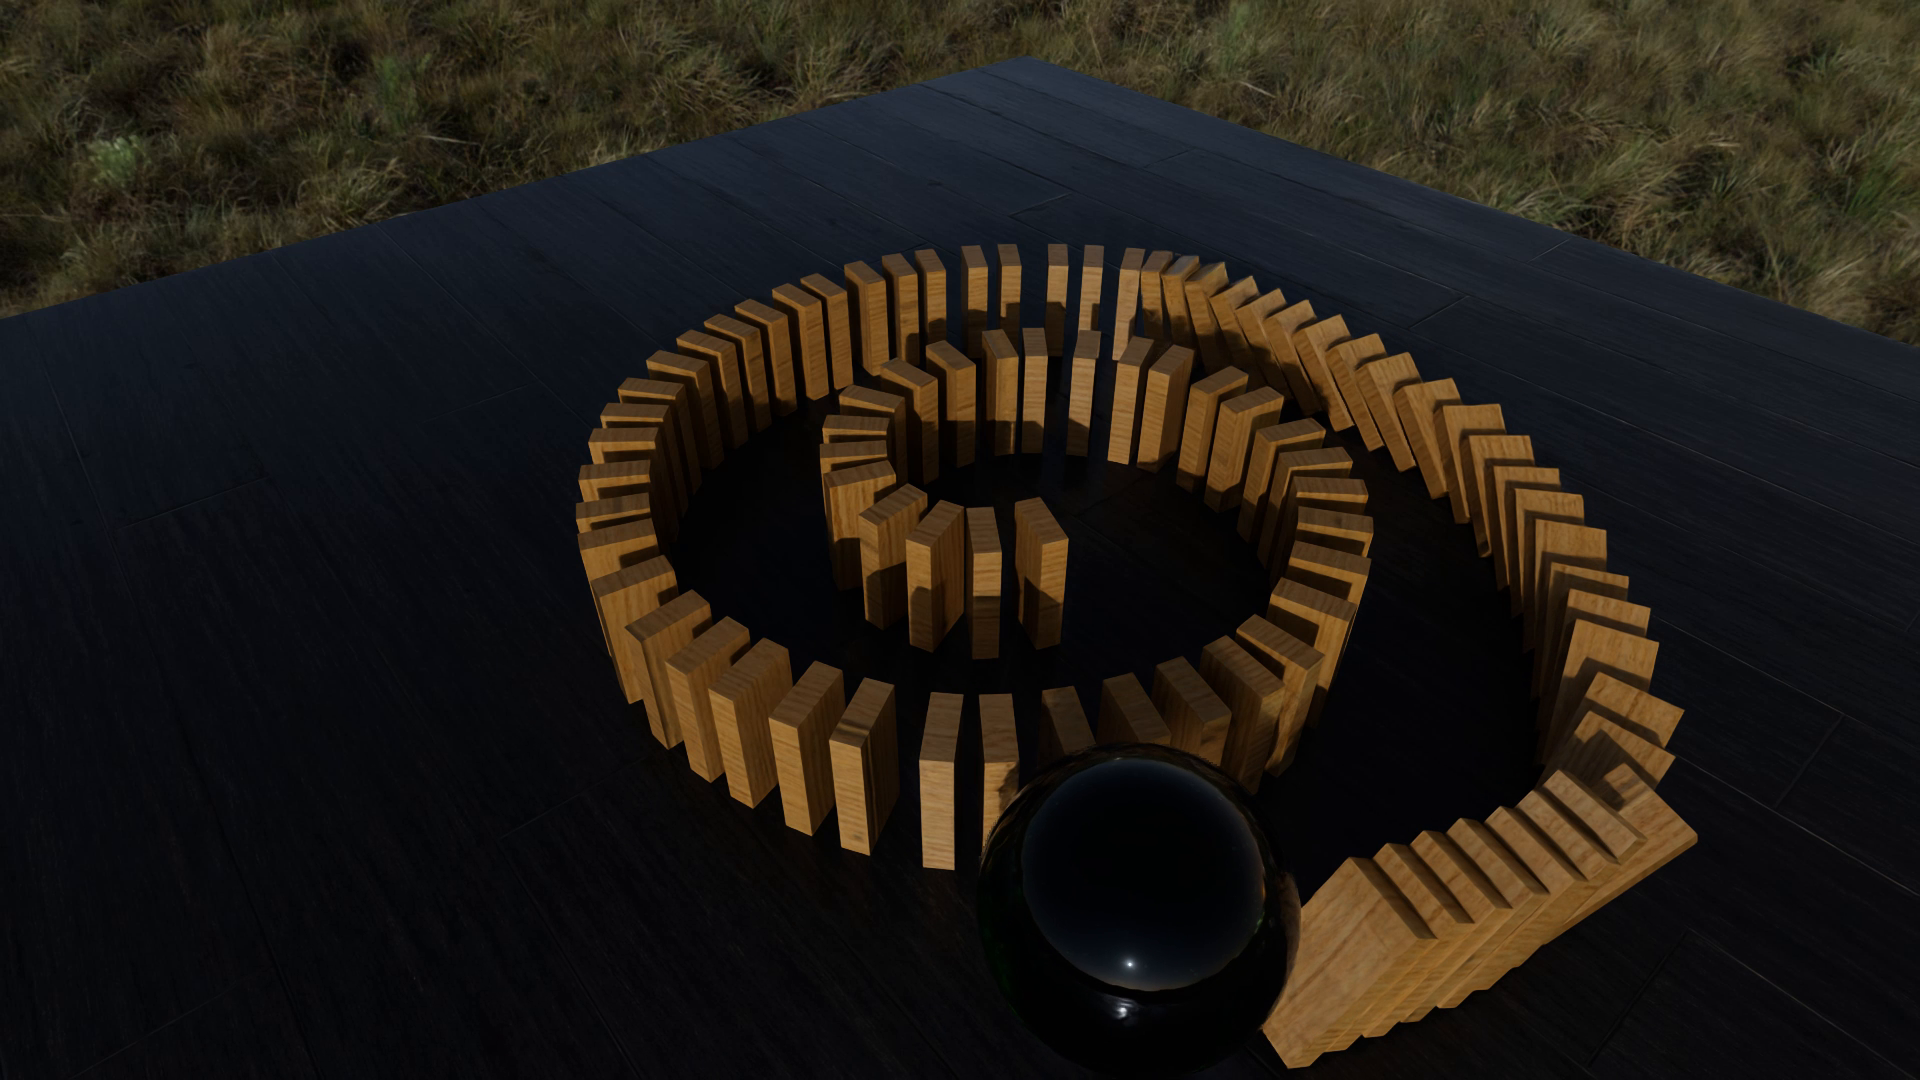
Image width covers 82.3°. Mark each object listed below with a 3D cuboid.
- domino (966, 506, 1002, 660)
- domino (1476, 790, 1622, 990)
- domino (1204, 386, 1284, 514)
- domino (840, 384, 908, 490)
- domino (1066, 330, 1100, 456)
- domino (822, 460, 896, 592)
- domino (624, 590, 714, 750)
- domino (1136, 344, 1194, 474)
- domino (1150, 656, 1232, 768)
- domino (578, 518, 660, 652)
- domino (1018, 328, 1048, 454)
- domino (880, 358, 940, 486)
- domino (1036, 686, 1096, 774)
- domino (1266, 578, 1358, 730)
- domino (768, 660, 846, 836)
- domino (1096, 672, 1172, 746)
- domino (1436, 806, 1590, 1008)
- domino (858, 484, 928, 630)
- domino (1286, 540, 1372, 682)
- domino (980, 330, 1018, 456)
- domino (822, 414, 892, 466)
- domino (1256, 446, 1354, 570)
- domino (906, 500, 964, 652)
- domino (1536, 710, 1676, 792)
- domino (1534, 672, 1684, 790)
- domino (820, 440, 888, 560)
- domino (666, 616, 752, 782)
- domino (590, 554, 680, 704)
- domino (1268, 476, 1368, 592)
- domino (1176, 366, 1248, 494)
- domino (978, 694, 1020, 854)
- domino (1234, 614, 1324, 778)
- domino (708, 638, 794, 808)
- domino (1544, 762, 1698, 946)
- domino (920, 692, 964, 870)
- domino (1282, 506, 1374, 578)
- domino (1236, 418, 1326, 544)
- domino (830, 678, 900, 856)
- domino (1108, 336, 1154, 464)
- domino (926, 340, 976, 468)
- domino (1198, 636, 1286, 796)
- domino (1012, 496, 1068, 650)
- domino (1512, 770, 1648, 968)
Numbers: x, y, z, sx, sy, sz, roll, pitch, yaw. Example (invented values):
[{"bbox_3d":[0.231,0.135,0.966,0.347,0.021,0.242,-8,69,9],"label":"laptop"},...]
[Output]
[{"bbox_3d":[0.008,0.016,0.392,0.010,0.050,0.025,-3,39,-4],"label":"domino"},{"bbox_3d":[0.149,0.095,0.298,0.009,0.050,0.025,19,25,-39],"label":"domino"},{"bbox_3d":[0.117,-0.037,0.457,0.025,0.050,0.009,-21,44,-23],"label":"domino"},{"bbox_3d":[-0.035,-0.039,0.458,0.025,0.050,0.009,16,42,18],"label":"domino"},{"bbox_3d":[0.055,-0.065,0.491,0.010,0.050,0.025,7,40,9],"label":"domino"},{"bbox_3d":[-0.037,-0.005,0.417,0.025,0.050,0.009,-13,41,-15],"label":"domino"},{"bbox_3d":[-0.091,0.043,0.359,0.025,0.050,0.010,-32,49,-33],"label":"domino"},{"bbox_3d":[0.090,-0.057,0.481,0.010,0.050,0.025,22,44,25],"label":"domino"},{"bbox_3d":[0.068,0.062,0.335,0.010,0.050,0.025,-16,42,-19],"label":"domino"},{"bbox_3d":[-0.117,0.017,0.390,0.025,0.050,0.009,-13,41,-16],"label":"domino"},{"bbox_3d":[0.032,-0.067,0.493,0.009,0.050,0.025,0,39,0],"label":"domino"},{"bbox_3d":[-0.021,-0.051,0.473,0.025,0.050,0.009,32,49,33],"label":"domino"},{"bbox_3d":[0.031,0.070,0.326,0.010,0.050,0.025,-7,40,-9],"label":"domino"},{"bbox_3d":[0.113,0.038,0.365,0.025,0.050,0.010,22,44,24],"label":"domino"},{"bbox_3d":[-0.044,0.064,0.334,0.010,0.050,0.025,17,42,20],"label":"domino"},{"bbox_3d":[0.050,0.067,0.330,0.010,0.050,0.025,-12,41,-14],"label":"domino"},{"bbox_3d":[0.139,0.098,0.295,0.009,0.050,0.025,19,25,-39],"label":"domino"},{"bbox_3d":[-0.024,0.007,0.403,0.010,0.050,0.025,30,48,31],"label":"domino"},{"bbox_3d":[0.123,0.025,0.381,0.025,0.050,0.009,15,42,17],"label":"domino"},{"bbox_3d":[0.017,-0.066,0.492,0.009,0.050,0.025,-9,40,-11],"label":"domino"},{"bbox_3d":[-0.040,-0.026,0.443,0.025,0.050,0.010,4,39,4],"label":"domino"},{"bbox_3d":[0.133,-0.012,0.426,0.025,0.050,0.010,-6,40,-7],"label":"domino"},{"bbox_3d":[-0.008,0.013,0.395,0.010,0.050,0.025,18,43,21],"label":"domino"},{"bbox_3d":[0.186,0.079,0.328,0.025,0.010,0.050,33,81,34],"label":"domino"},{"bbox_3d":[0.198,0.069,0.340,0.025,0.009,0.050,29,79,30],"label":"domino"},{"bbox_3d":[-0.040,-0.015,0.430,0.025,0.050,0.009,-4,39,-5],"label":"domino"},{"bbox_3d":[-0.077,0.051,0.349,0.009,0.050,0.025,26,46,28],"label":"domino"},{"bbox_3d":[-0.107,0.031,0.374,0.025,0.050,0.010,-22,44,-24],"label":"domino"},{"bbox_3d":[0.133,0.000,0.412,0.025,0.050,0.009,3,39,4],"label":"domino"},{"bbox_3d":[0.107,-0.047,0.468,0.025,0.050,0.009,-27,46,-29],"label":"domino"},{"bbox_3d":[0.011,0.072,0.324,0.009,0.050,0.025,-2,39,-2],"label":"domino"},{"bbox_3d":[0.097,0.050,0.350,0.010,0.050,0.025,-31,49,-32],"label":"domino"},{"bbox_3d":[-0.063,0.057,0.341,0.009,0.050,0.025,22,44,24],"label":"domino"},{"bbox_3d":[0.177,0.089,0.312,0.050,0.010,0.025,-39,49,9],"label":"domino"},{"bbox_3d":[-0.005,0.072,0.324,0.010,0.050,0.025,4,39,5],"label":"domino"},{"bbox_3d":[0.130,0.012,0.396,0.025,0.050,0.009,9,40,11],"label":"domino"},{"bbox_3d":[0.128,-0.023,0.440,0.025,0.050,0.009,-13,41,-15],"label":"domino"},{"bbox_3d":[-0.028,0.068,0.328,0.010,0.050,0.025,12,41,15],"label":"domino"},{"bbox_3d":[0.075,-0.062,0.487,0.009,0.050,0.025,14,41,17],"label":"domino"},{"bbox_3d":[-0.004,-0.059,0.484,0.009,0.050,0.025,-22,44,-25],"label":"domino"},{"bbox_3d":[0.084,0.057,0.342,0.010,0.050,0.025,-22,44,-25],"label":"domino"},{"bbox_3d":[0.028,0.012,0.396,0.010,0.050,0.025,-13,41,-15],"label":"domino"},{"bbox_3d":[0.160,0.091,0.304,0.010,0.050,0.025,17,24,-41],"label":"domino"}]
